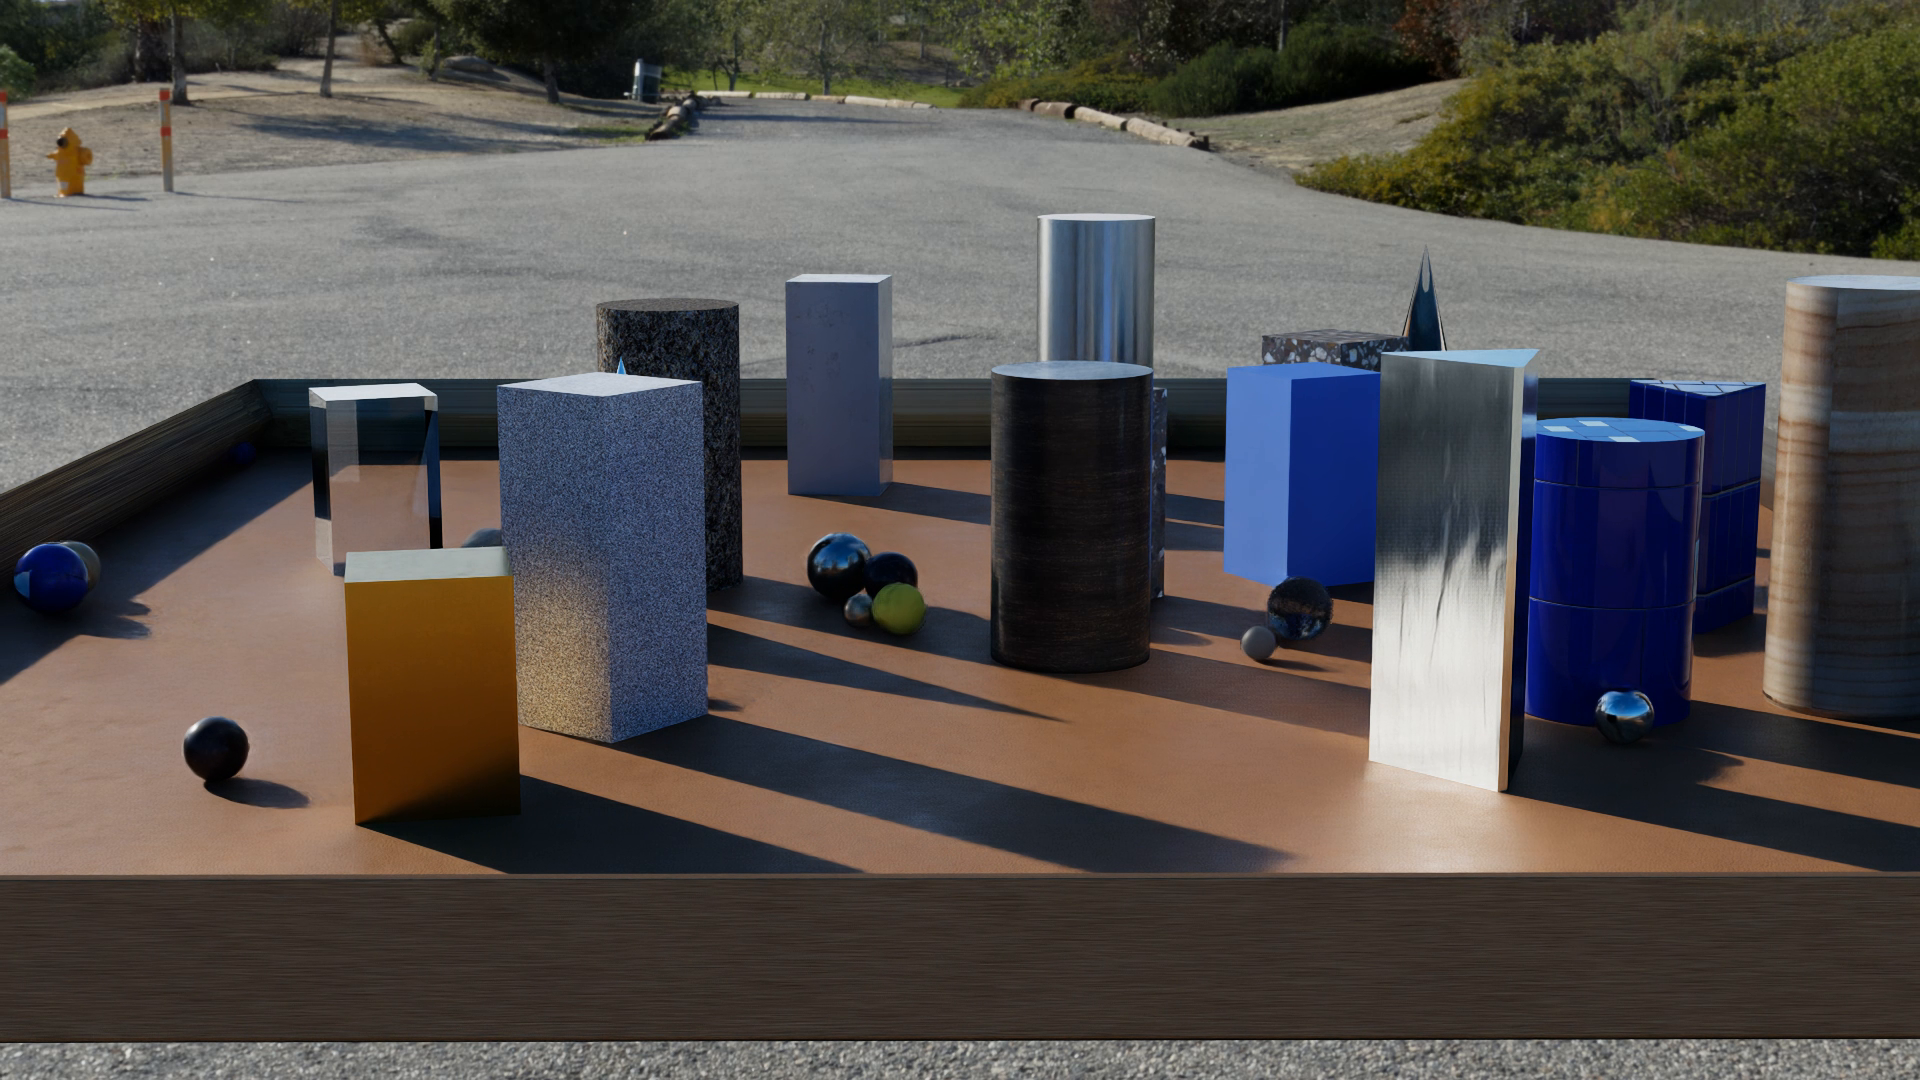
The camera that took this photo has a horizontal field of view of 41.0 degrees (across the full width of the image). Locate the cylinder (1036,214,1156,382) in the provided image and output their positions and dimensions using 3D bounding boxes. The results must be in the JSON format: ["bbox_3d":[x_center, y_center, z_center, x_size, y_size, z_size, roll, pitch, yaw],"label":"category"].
[{"bbox_3d":[0.229,-0.310,4.362,0.199,0.475,0.199,0,10,0],"label":"cylinder"}]

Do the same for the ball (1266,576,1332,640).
[{"bbox_3d":[0.435,0.088,3.289,0.082,0.082,0.082,0,10,0],"label":"ball"}]

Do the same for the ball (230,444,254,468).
[{"bbox_3d":[-1.316,-0.155,4.706,0.044,0.044,0.044,0,10,0],"label":"ball"}]

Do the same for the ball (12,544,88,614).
[{"bbox_3d":[-1.220,0.052,3.443,0.096,0.096,0.096,0,10,0],"label":"ball"}]

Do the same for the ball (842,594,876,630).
[{"bbox_3d":[-0.129,0.094,3.353,0.047,0.047,0.047,0,10,0],"label":"ball"}]

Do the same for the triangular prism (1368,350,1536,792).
[{"bbox_3d":[0.548,0.022,2.678,0.149,0.433,0.172,-9,14,-41],"label":"triangular prism"}]

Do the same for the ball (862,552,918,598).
[{"bbox_3d":[-0.094,0.053,3.493,0.076,0.076,0.076,0,10,0],"label":"ball"}]

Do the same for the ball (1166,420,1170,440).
[{"bbox_3d":[0.356,-0.211,4.891,0.087,0.087,0.087,0,10,0],"label":"ball"}]

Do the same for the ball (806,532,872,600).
[{"bbox_3d":[-0.166,0.036,3.539,0.093,0.093,0.093,0,10,0],"label":"ball"}]

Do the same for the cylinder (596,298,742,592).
[{"bbox_3d":[-0.410,-0.136,3.635,0.199,0.396,0.199,0,10,0],"label":"cylinder"}]

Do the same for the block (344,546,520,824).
[{"bbox_3d":[-0.527,0.142,2.565,0.159,0.240,0.159,-2,11,-12],"label":"block"}]

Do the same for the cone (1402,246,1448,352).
[{"bbox_3d":[0.762,-0.270,4.232,0.199,0.442,0.199,0,10,0],"label":"cone"}]

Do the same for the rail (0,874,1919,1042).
[{"bbox_3d":[0.009,0.310,1.952,2.708,0.129,0.045,0,10,0],"label":"rail"}]

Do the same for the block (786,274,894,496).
[{"bbox_3d":[-0.207,-0.271,4.448,0.159,0.366,0.159,1,11,7],"label":"block"}]

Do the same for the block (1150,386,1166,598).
[{"bbox_3d":[0.171,-0.065,3.541,0.159,0.291,0.159,10,15,44],"label":"block"}]

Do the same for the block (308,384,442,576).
[{"bbox_3d":[-0.863,-0.093,3.790,0.159,0.255,0.159,-4,11,-22],"label":"block"}]

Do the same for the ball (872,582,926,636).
[{"bbox_3d":[-0.079,0.089,3.317,0.069,0.069,0.069,0,10,0],"label":"ball"}]

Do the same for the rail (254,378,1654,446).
[{"bbox_3d":[-0.009,-0.244,4.945,2.708,0.129,0.045,0,10,0],"label":"rail"}]

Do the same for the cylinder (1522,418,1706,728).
[{"bbox_3d":[0.738,0.033,2.925,0.199,0.322,0.199,0,10,0],"label":"cylinder"}]

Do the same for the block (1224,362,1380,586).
[{"bbox_3d":[0.491,-0.095,3.680,0.159,0.299,0.159,-5,12,-27],"label":"block"}]

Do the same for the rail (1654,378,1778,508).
[{"bbox_3d":[1.330,0.032,3.456,0.045,0.129,3.092,0,10,0],"label":"rail"}]

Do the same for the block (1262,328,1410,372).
[{"bbox_3d":[0.580,-0.160,3.989,0.159,0.315,0.159,-9,14,-40],"label":"block"}]

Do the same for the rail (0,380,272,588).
[{"bbox_3d":[-1.330,0.035,3.441,0.045,0.129,3.092,0,10,0],"label":"rail"}]

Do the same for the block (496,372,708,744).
[{"bbox_3d":[-0.397,0.014,2.868,0.159,0.380,0.159,7,13,35],"label":"block"}]

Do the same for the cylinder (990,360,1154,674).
[{"bbox_3d":[0.138,-0.032,3.177,0.199,0.359,0.199,0,10,0],"label":"cylinder"}]

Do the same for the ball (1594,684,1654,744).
[{"bbox_3d":[0.722,0.189,2.790,0.064,0.064,0.064,0,10,0],"label":"ball"}]

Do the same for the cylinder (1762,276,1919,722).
[{"bbox_3d":[1.036,-0.052,2.936,0.199,0.485,0.199,0,10,0],"label":"cylinder"}]

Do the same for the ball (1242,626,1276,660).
[{"bbox_3d":[0.371,0.128,3.183,0.042,0.042,0.042,0,10,0],"label":"ball"}]

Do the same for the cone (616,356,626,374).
[{"bbox_3d":[-0.436,-0.060,3.331,0.199,0.358,0.199,0,10,0],"label":"cone"}]

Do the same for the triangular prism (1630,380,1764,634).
[{"bbox_3d":[0.955,-0.052,3.413,0.149,0.312,0.172,8,13,38],"label":"triangular prism"}]

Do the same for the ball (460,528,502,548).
[{"bbox_3d":[-0.669,0.023,3.640,0.082,0.082,0.082,0,10,0],"label":"ball"}]

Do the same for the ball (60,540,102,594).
[{"bbox_3d":[-1.231,0.040,3.554,0.079,0.079,0.079,0,10,0],"label":"ball"}]

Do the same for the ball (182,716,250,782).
[{"bbox_3d":[-0.767,0.215,2.642,0.067,0.067,0.067,0,10,0],"label":"ball"}]
